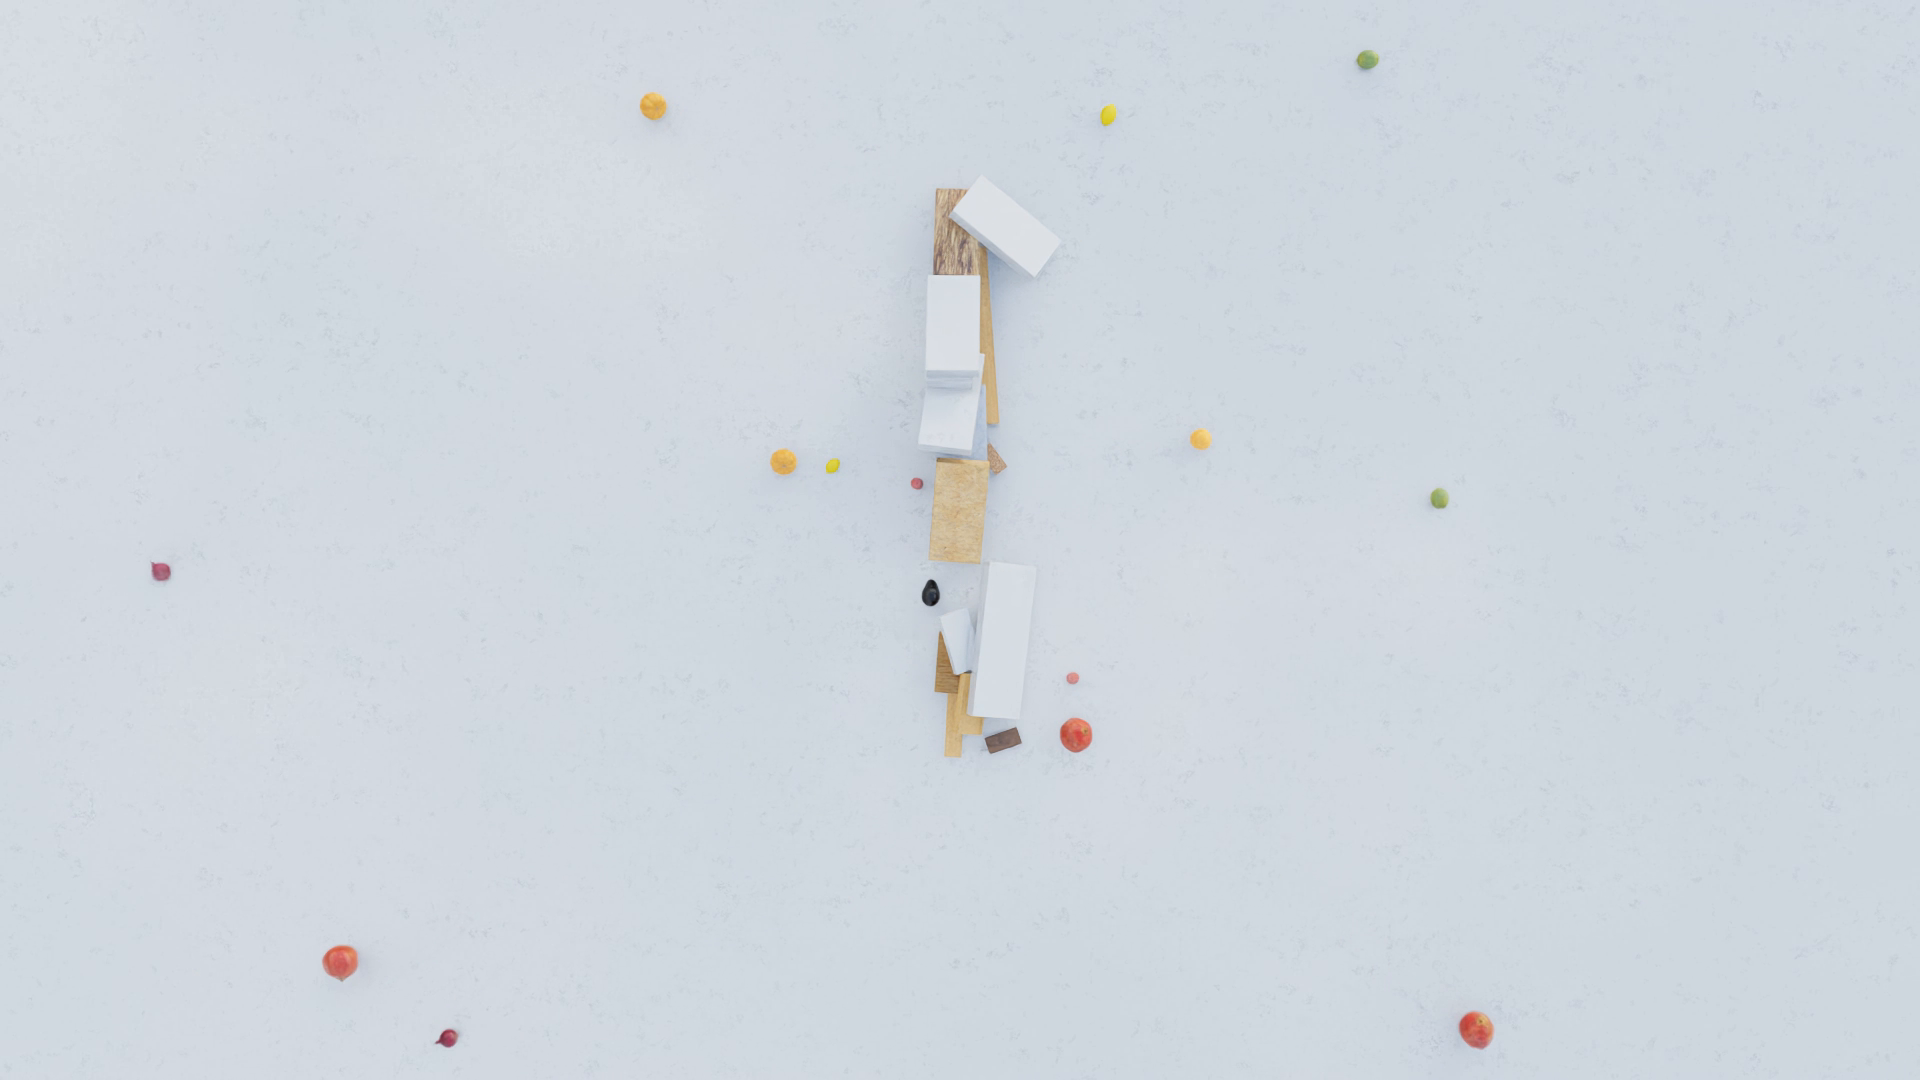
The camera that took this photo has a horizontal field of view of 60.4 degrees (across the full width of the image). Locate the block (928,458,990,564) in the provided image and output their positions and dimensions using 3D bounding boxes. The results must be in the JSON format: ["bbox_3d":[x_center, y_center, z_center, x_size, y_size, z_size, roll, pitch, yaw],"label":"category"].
[{"bbox_3d":[-0.004,-0.095,5.410,0.172,0.049,0.344,4,112,-2],"label":"block"}]

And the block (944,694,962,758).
[{"bbox_3d":[-0.015,0.551,5.492,0.057,0.016,0.342,3,90,0],"label":"block"}]

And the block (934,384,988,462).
[{"bbox_3d":[0.002,-0.335,5.433,0.172,0.049,0.344,-1,90,0],"label":"block"}]

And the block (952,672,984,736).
[{"bbox_3d":[0.037,0.542,5.457,0.100,0.028,0.200,8,89,-37],"label":"block"}]

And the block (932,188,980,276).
[{"bbox_3d":[-0.008,-1.009,5.444,0.152,0.043,0.304,2,77,0],"label":"block"}]

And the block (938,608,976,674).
[{"bbox_3d":[0.002,0.332,5.429,0.100,0.028,0.200,-19,99,-20],"label":"block"}]

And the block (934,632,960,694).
[{"bbox_3d":[-0.027,0.407,5.470,0.100,0.028,0.200,5,90,0],"label":"block"}]

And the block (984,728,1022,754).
[{"bbox_3d":[0.144,0.668,5.482,0.113,0.016,0.057,-19,76,-3],"label":"block"}]

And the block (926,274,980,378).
[{"bbox_3d":[-0.022,-0.696,5.354,0.171,0.049,0.343,1,70,1],"label":"block"}]

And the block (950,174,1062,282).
[{"bbox_3d":[0.150,-1.025,5.427,0.343,0.049,0.171,38,69,-7],"label":"block"}]

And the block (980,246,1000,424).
[{"bbox_3d":[0.033,-0.674,5.478,0.152,0.043,0.585,-4,90,0],"label":"block"}]

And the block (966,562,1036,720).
[{"bbox_3d":[0.138,0.331,5.443,0.171,0.049,0.507,6,90,-24],"label":"block"}]

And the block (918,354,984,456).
[{"bbox_3d":[-0.027,-0.450,5.362,0.172,0.049,0.344,7,70,3],"label":"block"}]

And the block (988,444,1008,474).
[{"bbox_3d":[0.110,-0.269,5.493,0.049,0.014,0.098,-37,90,0],"label":"block"}]

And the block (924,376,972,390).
[{"bbox_3d":[-0.024,-0.644,5.383,0.152,0.043,0.304,5,70,2],"label":"block"}]

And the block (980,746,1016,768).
[{"bbox_3d":[0.127,0.723,5.492,0.113,0.016,0.057,-6,90,0],"label":"block"}]
